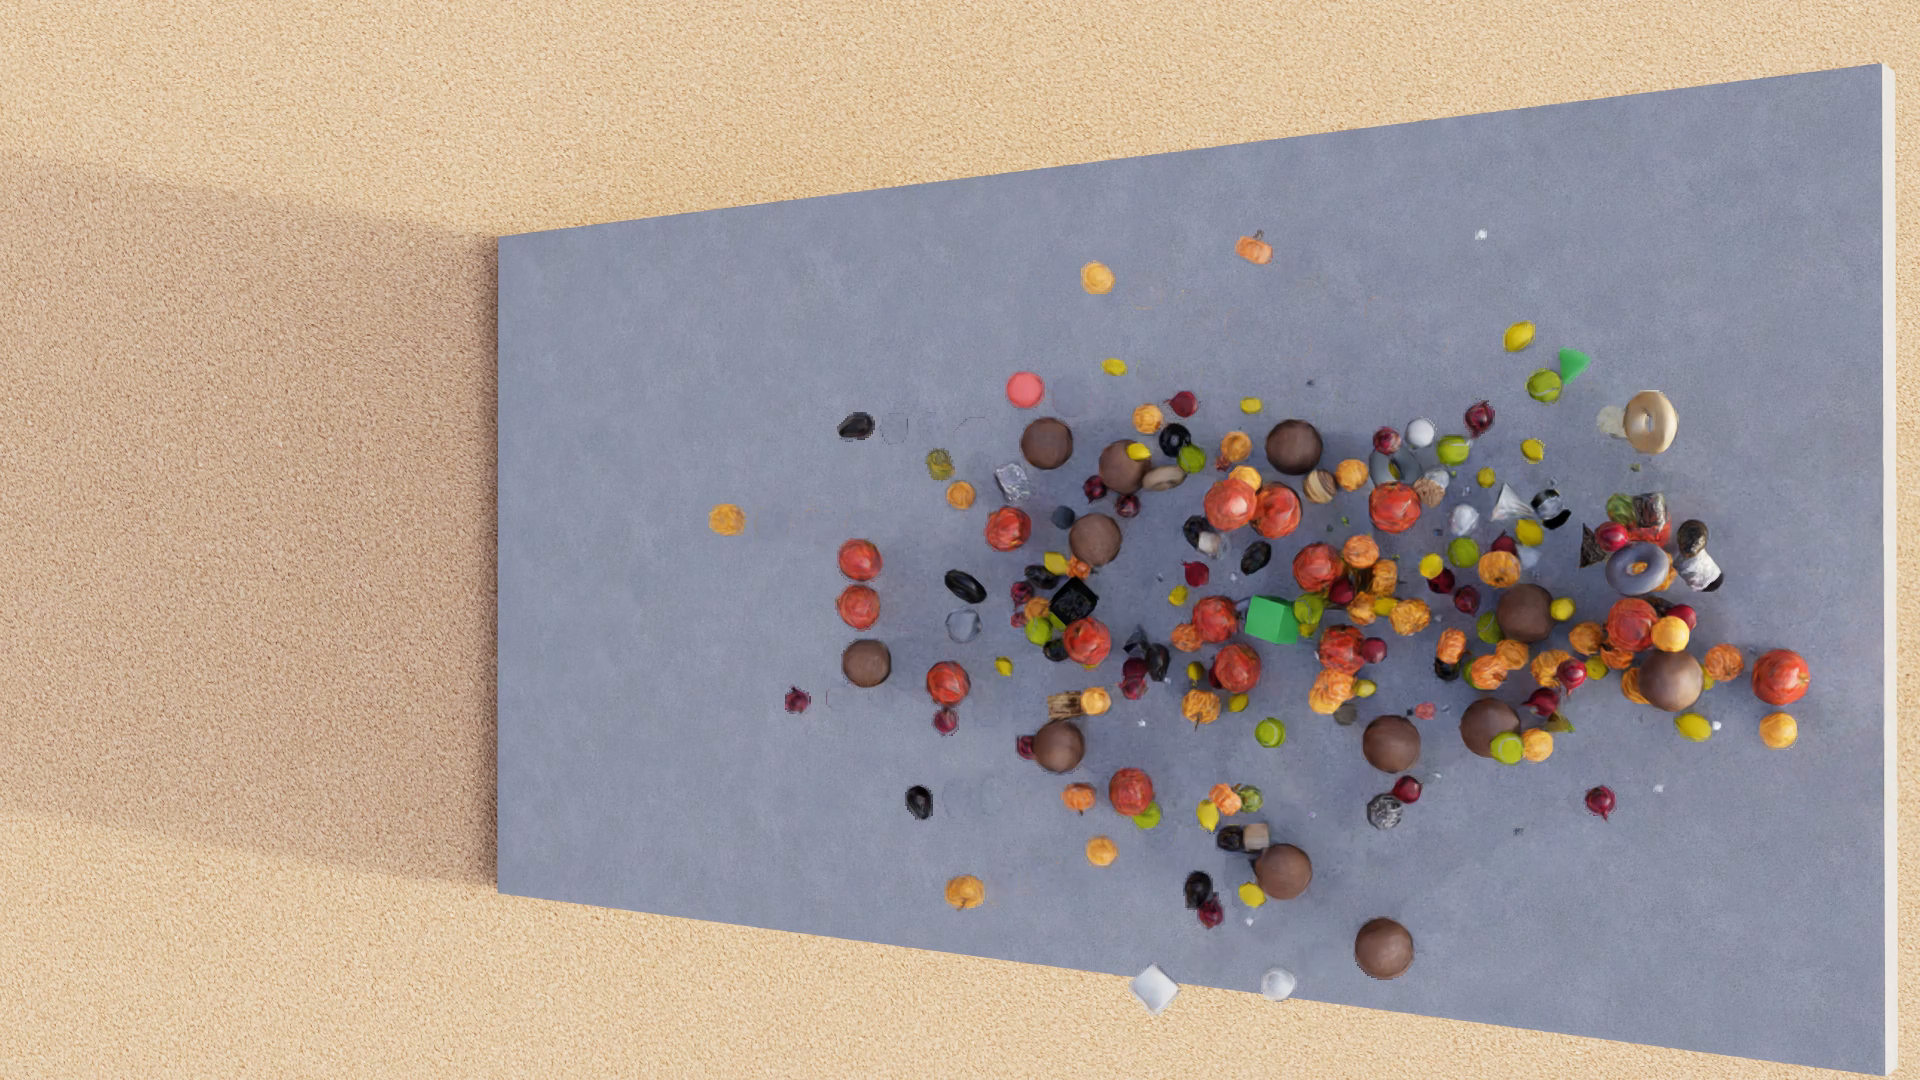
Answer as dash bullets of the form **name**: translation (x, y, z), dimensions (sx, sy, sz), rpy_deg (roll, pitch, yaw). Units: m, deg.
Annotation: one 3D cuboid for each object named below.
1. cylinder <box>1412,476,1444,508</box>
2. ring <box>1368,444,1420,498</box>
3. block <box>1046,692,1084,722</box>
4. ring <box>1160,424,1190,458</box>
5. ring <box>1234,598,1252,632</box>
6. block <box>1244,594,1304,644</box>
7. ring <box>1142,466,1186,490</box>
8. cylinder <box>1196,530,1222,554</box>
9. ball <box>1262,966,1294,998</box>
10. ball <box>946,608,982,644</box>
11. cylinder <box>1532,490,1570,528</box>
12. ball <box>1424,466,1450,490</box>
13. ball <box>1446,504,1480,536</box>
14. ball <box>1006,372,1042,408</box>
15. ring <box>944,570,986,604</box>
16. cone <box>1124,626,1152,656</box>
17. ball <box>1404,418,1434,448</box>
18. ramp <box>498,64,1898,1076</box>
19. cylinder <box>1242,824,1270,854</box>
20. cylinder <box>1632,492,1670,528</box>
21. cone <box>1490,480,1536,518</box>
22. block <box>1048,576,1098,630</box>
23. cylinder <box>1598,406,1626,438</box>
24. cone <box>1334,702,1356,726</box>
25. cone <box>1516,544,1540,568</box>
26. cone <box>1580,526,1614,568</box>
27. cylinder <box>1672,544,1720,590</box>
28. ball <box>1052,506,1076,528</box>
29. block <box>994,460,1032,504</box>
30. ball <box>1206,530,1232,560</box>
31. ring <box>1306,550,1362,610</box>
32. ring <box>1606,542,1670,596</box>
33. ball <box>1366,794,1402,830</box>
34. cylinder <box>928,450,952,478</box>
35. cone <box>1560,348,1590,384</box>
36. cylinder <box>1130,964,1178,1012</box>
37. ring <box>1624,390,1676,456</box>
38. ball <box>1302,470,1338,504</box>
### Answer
- **cylinder**: translation (1.026, -0.105, 4.821), dimensions (0.050, 0.050, 0.050), rpy_deg (37, 90, 40)
- **ring**: translation (0.966, -0.154, 4.892), dimensions (0.130, 0.043, 0.130), rpy_deg (10, 65, -23)
- **block**: translation (0.261, 0.410, 5.438), dimensions (0.062, 0.062, 0.062), rpy_deg (-15, 81, 35)
- **ring**: translation (0.516, -0.239, 5.278), dimensions (0.084, 0.028, 0.084), rpy_deg (1, 91, 37)
- **ring**: translation (0.678, 0.177, 5.156), dimensions (0.084, 0.028, 0.084), rpy_deg (2, 93, 39)
- **block**: translation (0.726, 0.182, 5.080), dimensions (0.089, 0.089, 0.089), rpy_deg (19, 101, 38)
- **ring**: translation (0.484, -0.146, 5.215), dimensions (0.107, 0.107, 0.036), rpy_deg (-12, 73, 0)
- **cylinder**: translation (0.580, 0.006, 5.122), dimensions (0.051, 0.051, 0.051), rpy_deg (8, 90, 8)
- **ball**: translation (0.735, 1.022, 5.079), dimensions (0.075, 0.075, 0.075), rpy_deg (0, 90, 0)
- **ball**: translation (0.009, 0.217, 5.605), dimensions (0.092, 0.092, 0.092), rpy_deg (0, 90, 0)
- **cylinder**: translation (1.262, -0.066, 4.698), dimensions (0.060, 0.060, 0.060), rpy_deg (-22, 48, 0)
- **ball**: translation (1.054, -0.134, 4.866), dimensions (0.056, 0.056, 0.056), rpy_deg (0, 90, 0)
- **ball**: translation (1.102, -0.043, 4.821), dimensions (0.072, 0.072, 0.072), rpy_deg (0, 90, 0)
- **ball**: translation (0.162, -0.376, 5.499), dimensions (0.090, 0.090, 0.090), rpy_deg (0, 90, 0)
- **ring**: translation (0.013, 0.118, 5.539), dimensions (0.117, 0.117, 0.039), rpy_deg (33, 71, 0)
- **cone**: translation (0.434, 0.236, 5.332), dimensions (0.067, 0.067, 0.067), rpy_deg (9, 63, 0)
- **ball**: translation (0.997, -0.232, 4.774), dimensions (0.065, 0.065, 0.065), rpy_deg (0, 90, 0)
- **ramp**: translation (0.237, 0.066, 5.558), dimensions (4.000, 0.100, 2.000), rpy_deg (0, 89, 36)
- **cylinder**: translation (0.690, 0.695, 5.115), dimensions (0.059, 0.059, 0.059), rpy_deg (-1, 74, 0)
- **cylinder**: translation (1.401, -0.062, 4.462), dimensions (0.062, 0.062, 0.062), rpy_deg (-12, 93, 0)
- **cone**: translation (1.207, -0.069, 4.761), dimensions (0.089, 0.089, 0.089), rpy_deg (26, 90, 20)
- **block**: translation (0.277, 0.154, 5.362), dimensions (0.080, 0.080, 0.080), rpy_deg (42, 113, -6)
- **cylinder**: translation (1.378, -0.248, 4.623), dimensions (0.060, 0.060, 0.060), rpy_deg (-5, 80, 31)
- **cone**: translation (0.864, 0.390, 4.991), dimensions (0.056, 0.056, 0.056), rpy_deg (-11, 68, 29)
- **cone**: translation (1.210, 0.024, 4.735), dimensions (0.054, 0.054, 0.054), rpy_deg (-45, 120, 0)
- **cone**: translation (1.321, 0.006, 4.602), dimensions (0.084, 0.084, 0.084), rpy_deg (-20, 82, 0)
- **cylinder**: translation (1.482, 0.055, 4.428), dimensions (0.067, 0.067, 0.067), rpy_deg (-40, 95, 0)
- **ball**: translation (0.256, -0.057, 5.447), dimensions (0.058, 0.058, 0.058), rpy_deg (0, 90, 0)
- **block**: translation (0.132, -0.144, 5.508), dimensions (0.065, 0.065, 0.065), rpy_deg (-24, 51, -6)
- **ball**: translation (0.605, 0.012, 5.184), dimensions (0.068, 0.068, 0.068), rpy_deg (0, 90, 0)
- **ring**: translation (0.853, 0.090, 5.017), dimensions (0.140, 0.047, 0.140), rpy_deg (-2, 87, 37)
- **ring**: translation (1.331, 0.056, 4.322), dimensions (0.124, 0.124, 0.041), rpy_deg (-36, 129, 0)
- **ball**: translation (0.949, 0.609, 4.923), dimensions (0.079, 0.079, 0.079), rpy_deg (0, 90, 0)
- **cylinder**: translation (-0.052, -0.195, 5.667), dimensions (0.053, 0.053, 0.053), rpy_deg (-21, 51, 0)
- **cone**: translation (1.298, -0.362, 4.689), dimensions (0.070, 0.070, 0.070), rpy_deg (17, 113, 0)
- **cylinder**: translation (0.438, 1.011, 4.962), dimensions (0.078, 0.078, 0.078), rpy_deg (-46, 72, 0)
- **ring**: translation (1.397, -0.237, 4.453), dimensions (0.044, 0.131, 0.131), rpy_deg (-6, 90, -25)
- **ball**: translation (0.809, -0.120, 4.936), dimensions (0.079, 0.079, 0.079), rpy_deg (0, 90, 0)
